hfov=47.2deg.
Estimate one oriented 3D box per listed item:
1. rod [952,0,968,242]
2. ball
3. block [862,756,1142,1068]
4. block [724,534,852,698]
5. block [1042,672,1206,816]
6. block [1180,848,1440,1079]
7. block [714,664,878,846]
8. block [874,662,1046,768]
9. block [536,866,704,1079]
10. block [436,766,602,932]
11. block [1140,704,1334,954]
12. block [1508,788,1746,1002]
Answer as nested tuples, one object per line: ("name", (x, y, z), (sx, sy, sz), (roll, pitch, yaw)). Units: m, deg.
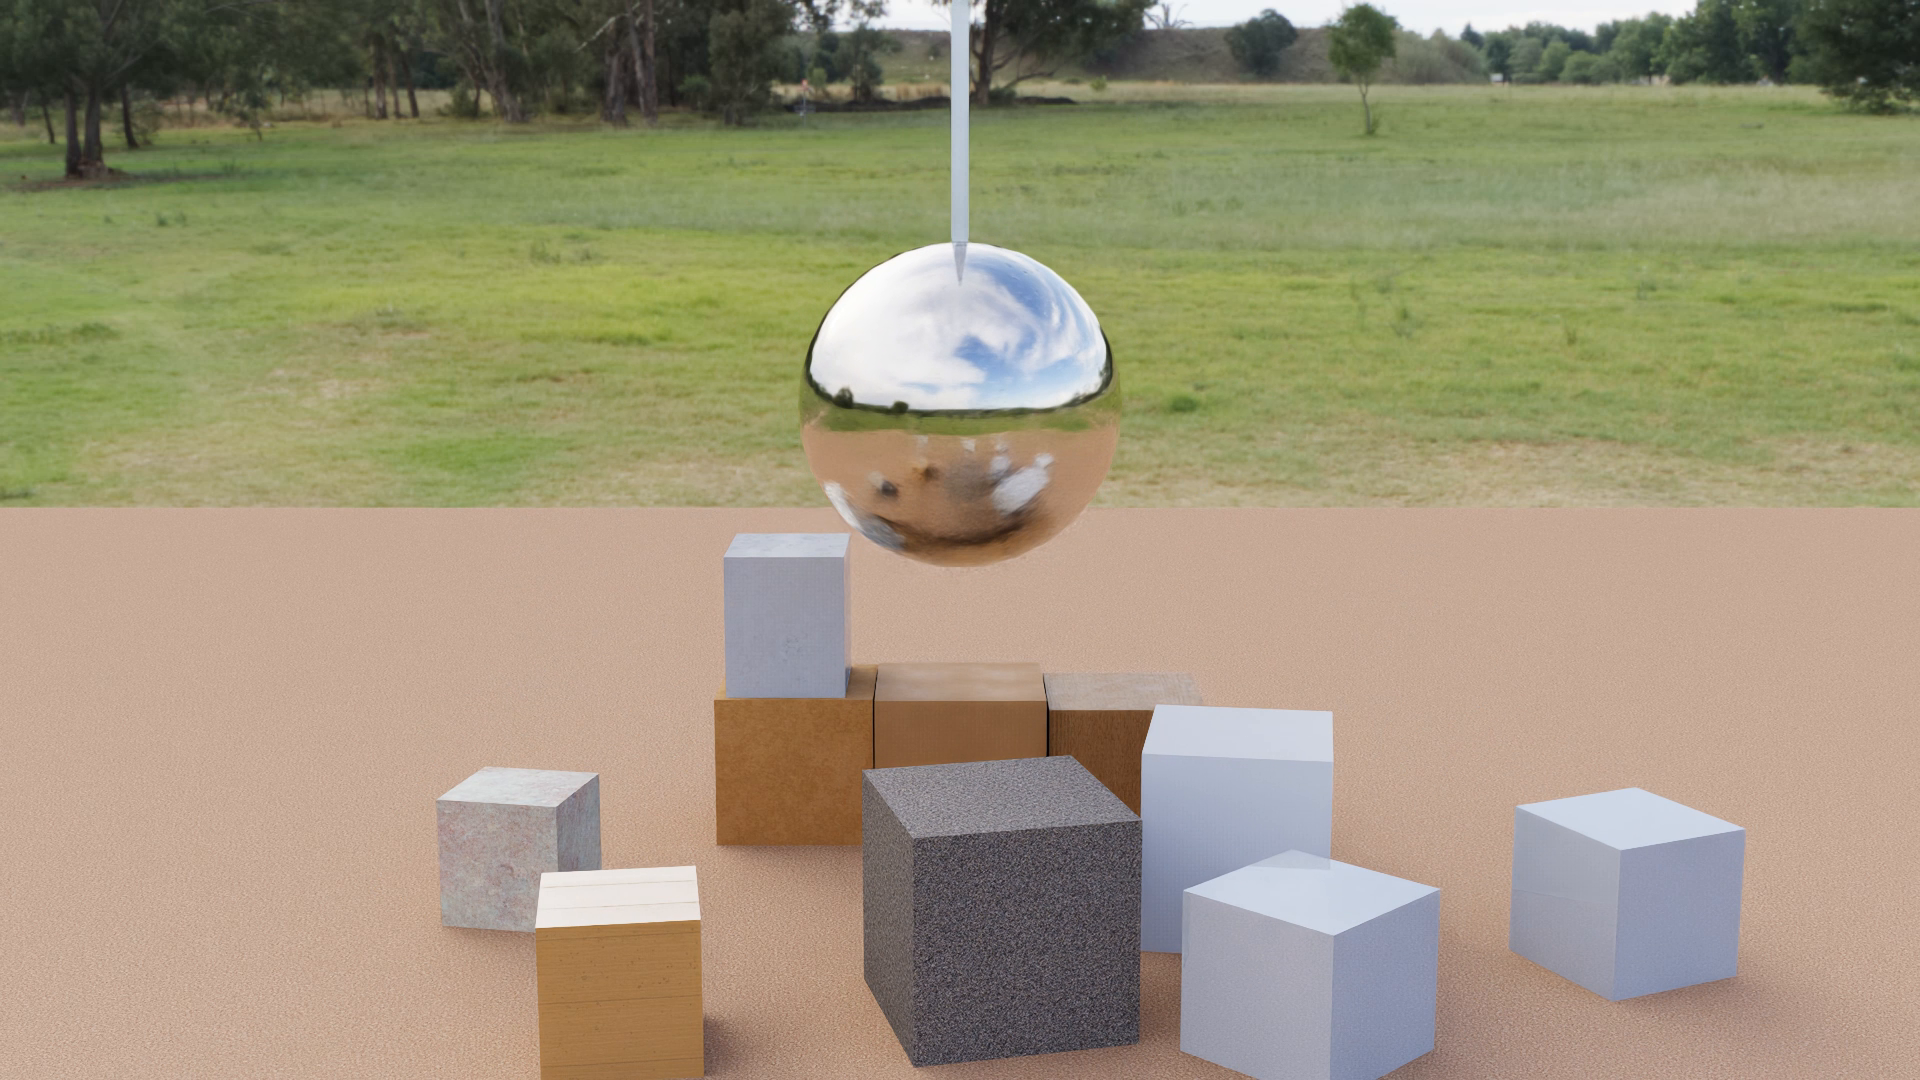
("rod", (0.000, -4.029, 10.341), (0.080, 5.200, 0.080), (0, 8, 0))
("ball", (0.000, -0.662, 10.814), (1.600, 1.600, 1.600), (0, 10, 0))
("block", (0.148, 1.471, 8.911), (0.910, 0.917, 0.942), (-3, 11, -14))
("block", (-0.873, 0.378, 11.264), (0.596, 0.717, 0.663), (0, 10, 0))
("block", (0.836, 1.127, 11.376), (0.787, 0.713, 0.774), (0, 10, 0))
("block", (1.358, 1.671, 8.542), (0.699, 0.655, 0.708), (10, 14, 44))
("block", (-0.830, 1.101, 11.398), (0.792, 0.755, 0.756), (0, 10, 0))
("block", (-0.001, 1.103, 11.347), (0.853, 0.770, 0.815), (0, 10, -1))
("block", (-1.319, 1.683, 8.555), (0.609, 0.627, 0.627), (-2, 10, -8))
("block", (-2.015, 1.417, 10.112), (0.566, 0.593, 0.539), (2, 11, 11))
("block", (1.255, 1.299, 9.917), (0.816, 0.896, 0.849), (2, 10, 9))
("block", (2.858, 1.506, 9.456), (0.673, 0.653, 0.666), (-5, 11, -24))
